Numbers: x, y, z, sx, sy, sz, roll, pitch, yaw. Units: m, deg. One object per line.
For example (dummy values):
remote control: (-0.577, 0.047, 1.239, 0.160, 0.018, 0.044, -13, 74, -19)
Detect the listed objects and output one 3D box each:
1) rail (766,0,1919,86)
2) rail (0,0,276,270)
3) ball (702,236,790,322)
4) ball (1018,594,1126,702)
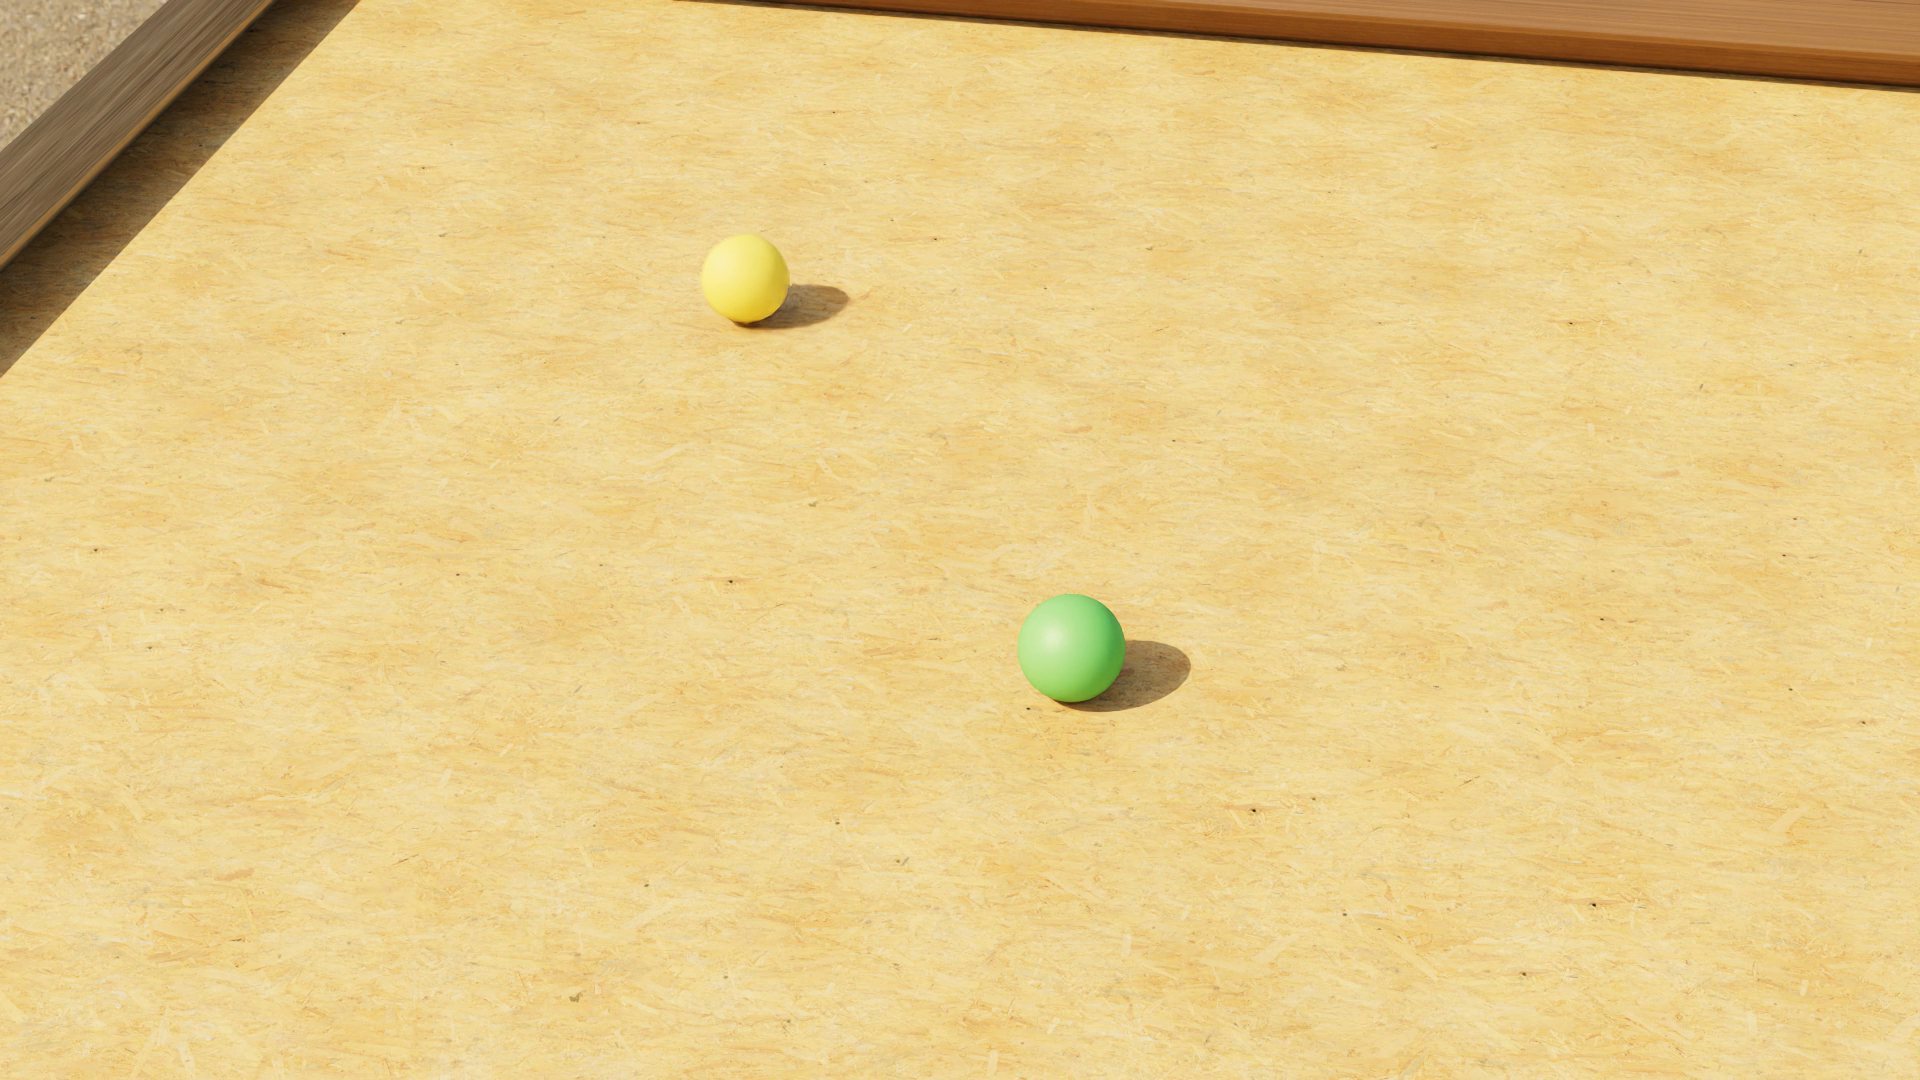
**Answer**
rail: (1.092, -0.474, 2.538, 3.704, 0.097, 0.045, 6, 35, 9)
rail: (-0.887, -0.107, 2.007, 0.045, 0.097, 2.038, 6, 35, 9)
ball: (-0.183, -0.223, 2.197, 0.075, 0.075, 0.075, 0, 35, 0)
ball: (0.077, 0.074, 1.766, 0.075, 0.075, 0.075, 0, 35, 0)
